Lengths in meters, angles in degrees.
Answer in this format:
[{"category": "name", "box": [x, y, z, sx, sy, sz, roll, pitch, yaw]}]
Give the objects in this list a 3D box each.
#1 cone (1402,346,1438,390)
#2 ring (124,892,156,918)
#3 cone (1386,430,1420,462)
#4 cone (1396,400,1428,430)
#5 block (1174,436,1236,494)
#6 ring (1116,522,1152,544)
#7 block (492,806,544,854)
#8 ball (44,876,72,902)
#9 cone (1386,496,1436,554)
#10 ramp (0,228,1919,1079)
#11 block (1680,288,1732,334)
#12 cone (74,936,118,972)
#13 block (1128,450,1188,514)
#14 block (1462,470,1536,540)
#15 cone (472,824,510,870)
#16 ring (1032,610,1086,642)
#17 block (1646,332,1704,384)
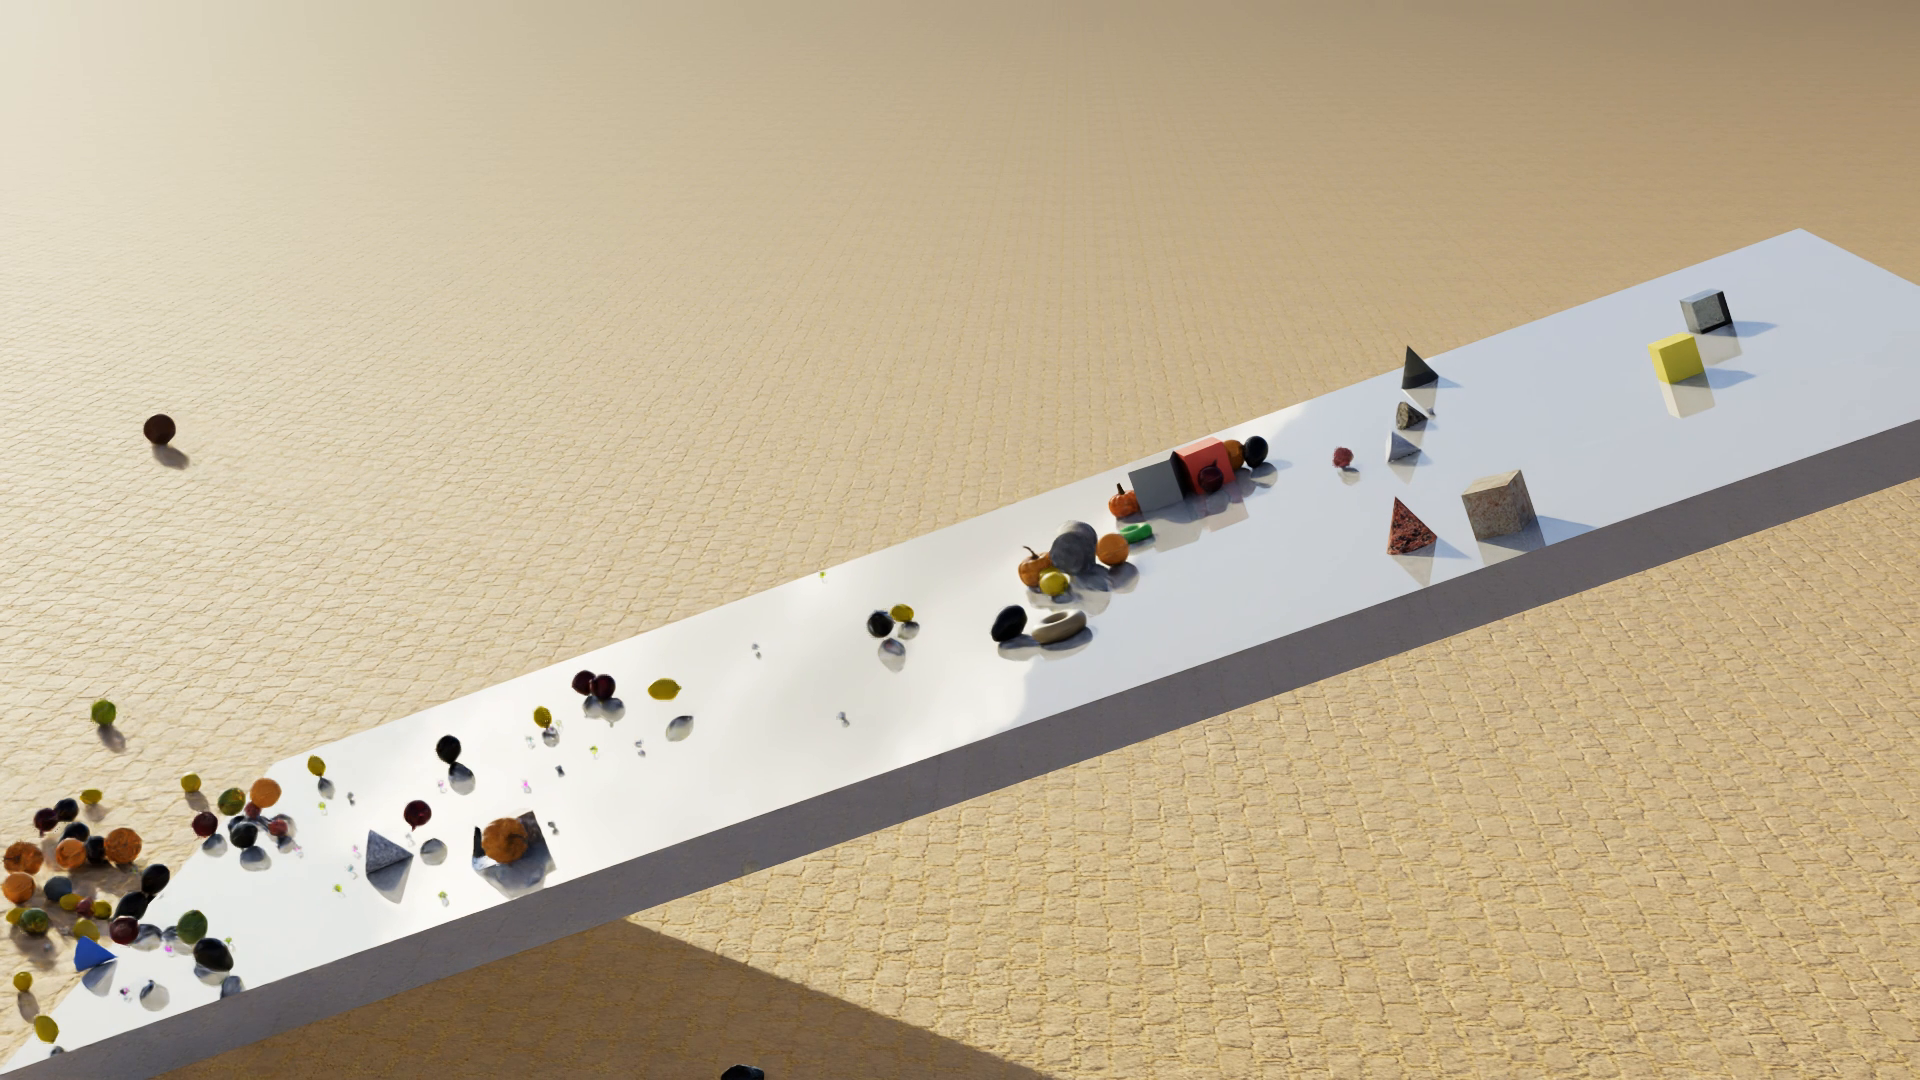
[{"category": "cone", "box": [1.065, -0.414, 6.905, 0.094, 0.094, 0.094, -20, 11, 4]}, {"category": "ring", "box": [-1.857, 0.826, 6.656, 0.079, 0.026, 0.079, -16, 31, 10]}, {"category": "cone", "box": [0.945, -0.195, 6.245, 0.072, 0.072, 0.072, 6, 13, -1]}, {"category": "cone", "box": [1.007, -0.273, 6.507, 0.065, 0.065, 0.065, 4, 11, -17]}, {"category": "block", "box": [0.554, -0.169, 6.653, 0.094, 0.094, 0.094, -22, 11, -6]}, {"category": "ring", "box": [0.378, -0.013, 6.403, 0.083, 0.028, 0.083, -19, 12, 4]}, {"category": "block", "box": [-0.864, 0.569, 5.761, 0.065, 0.065, 0.065, -26, 12, -24]}, {"category": "ball", "box": [-2.067, 0.799, 6.742, 0.062, 0.062, 0.062, 0, 13, 0]}, {"category": "cone", "box": [0.833, -0.037, 5.529, 0.099, 0.099, 0.099, -20, 11, 4]}, {"category": "ramp", "box": [0.115, 0.177, 6.298, 4.000, 0.100, 2.000, -19, 11, 6]}, {"category": "block", "box": [1.615, -0.495, 6.368, 0.073, 0.073, 0.073, -21, 11, -4]}, {"category": "cone", "box": [-1.780, 0.859, 6.083, 0.077, 0.077, 0.077, 4, 13, 4]}, {"category": "block", "box": [0.448, -0.133, 6.658, 0.100, 0.100, 0.100, -18, 12, 14]}, {"category": "block", "box": [0.989, -0.065, 5.405, 0.091, 0.091, 0.091, -14, 13, 31]}, {"category": "cone", "box": [-0.932, 0.591, 5.741, 0.080, 0.080, 0.080, -20, 11, 4]}, {"category": "ring", "box": [0.197, 0.171, 5.831, 0.114, 0.038, 0.114, -19, 12, 4]}, {"category": "block", "box": [1.471, -0.374, 6.044, 0.077, 0.077, 0.077, -21, 11, 0]}]
